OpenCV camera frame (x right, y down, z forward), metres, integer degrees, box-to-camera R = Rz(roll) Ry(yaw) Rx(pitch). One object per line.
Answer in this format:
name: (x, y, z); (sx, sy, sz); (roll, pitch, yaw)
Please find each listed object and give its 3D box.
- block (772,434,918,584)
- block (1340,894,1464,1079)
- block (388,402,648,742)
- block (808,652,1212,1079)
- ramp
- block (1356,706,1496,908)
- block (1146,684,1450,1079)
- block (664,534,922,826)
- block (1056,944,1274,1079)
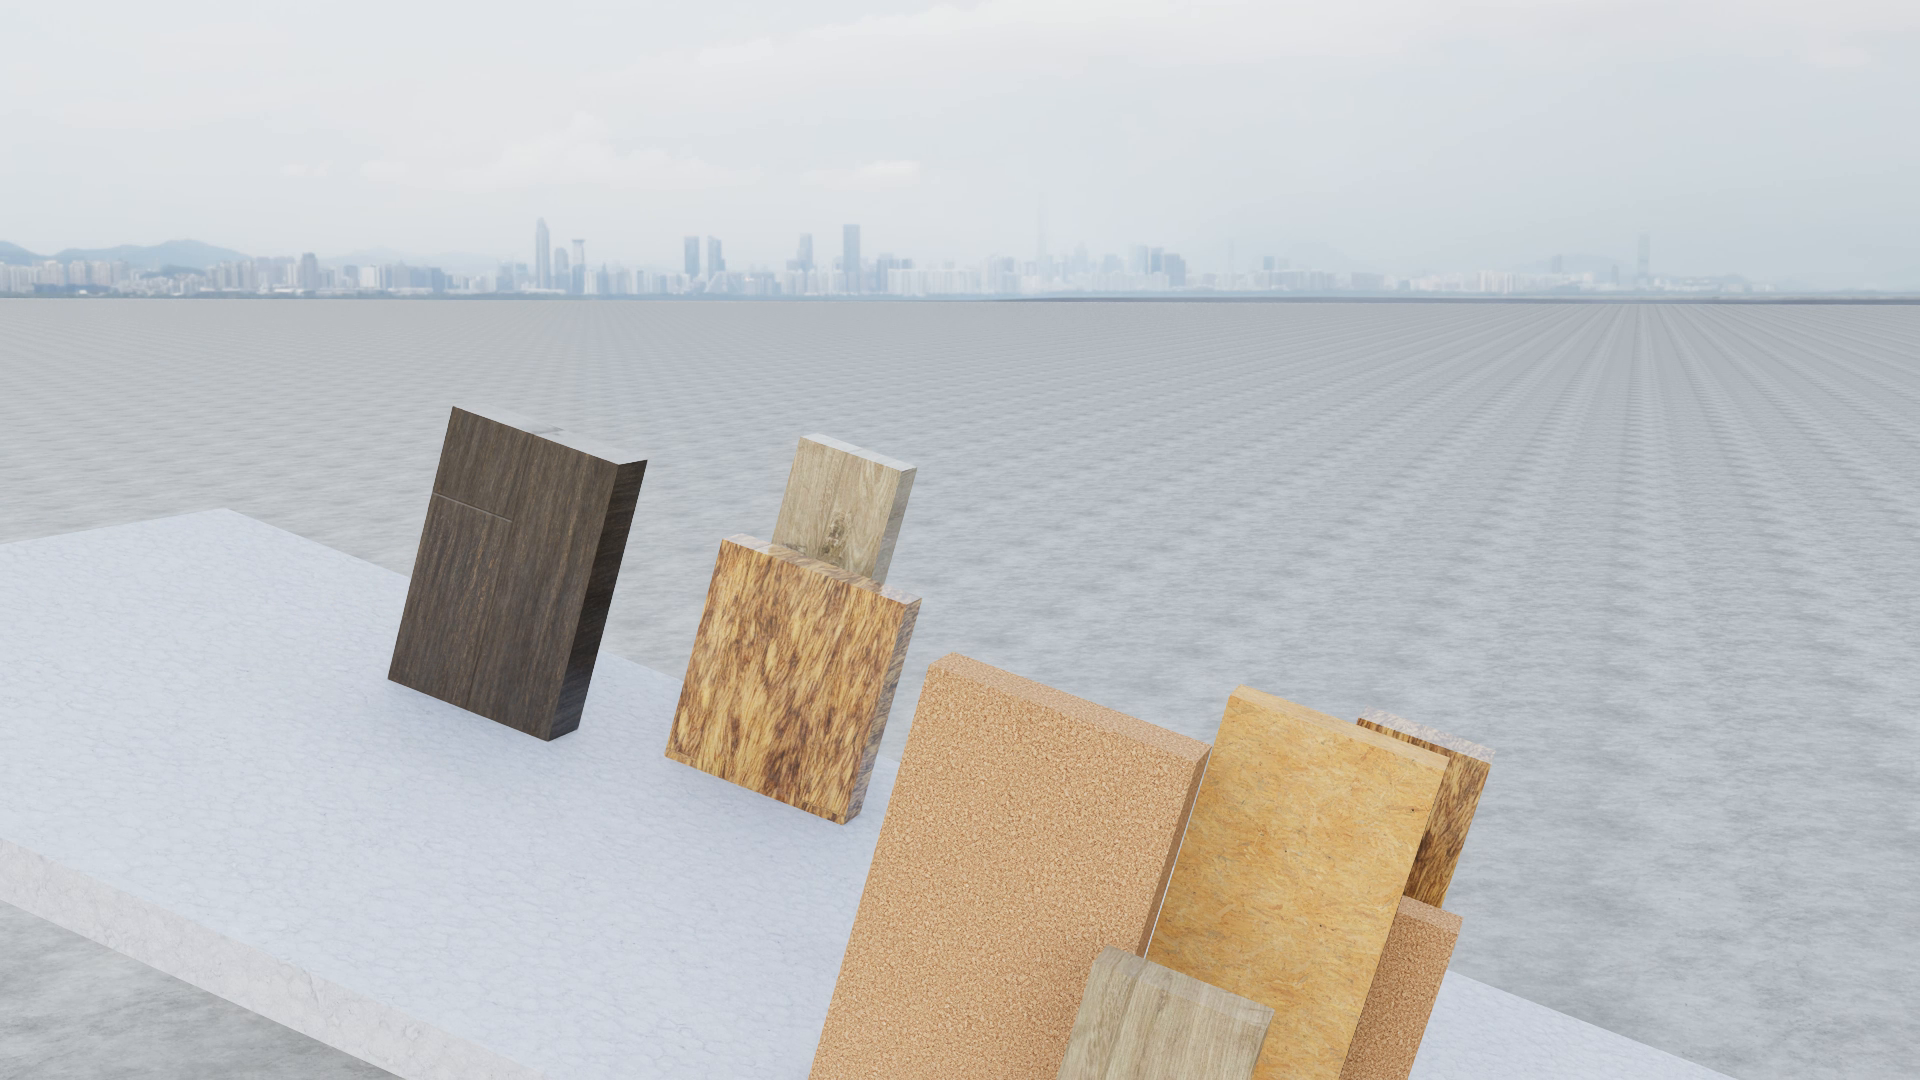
block: (-0.324, 0.132, 5.037); (0.251, 0.705, 0.115); (19, 12, 14)
block: (0.657, 0.814, 3.848); (0.312, 0.431, 0.104); (19, 12, 14)
block: (-0.950, 0.065, 4.707); (0.399, 0.619, 0.140); (19, 12, 14)
block: (0.068, 0.587, 3.375); (0.427, 0.721, 0.119); (19, 12, 14)
ramp: (-0.370, 0.715, 4.235); (4.000, 0.100, 2.000); (19, 12, 14)
block: (0.765, 0.669, 4.094); (0.248, 0.666, 0.120); (19, 12, 14)
block: (0.517, 0.651, 3.652); (0.360, 0.739, 0.102); (19, 12, 14)
block: (-0.361, 0.296, 4.723); (0.430, 0.502, 0.110); (19, 12, 14)
block: (0.251, 0.837, 3.111); (0.251, 0.456, 0.087); (19, 12, 14)
